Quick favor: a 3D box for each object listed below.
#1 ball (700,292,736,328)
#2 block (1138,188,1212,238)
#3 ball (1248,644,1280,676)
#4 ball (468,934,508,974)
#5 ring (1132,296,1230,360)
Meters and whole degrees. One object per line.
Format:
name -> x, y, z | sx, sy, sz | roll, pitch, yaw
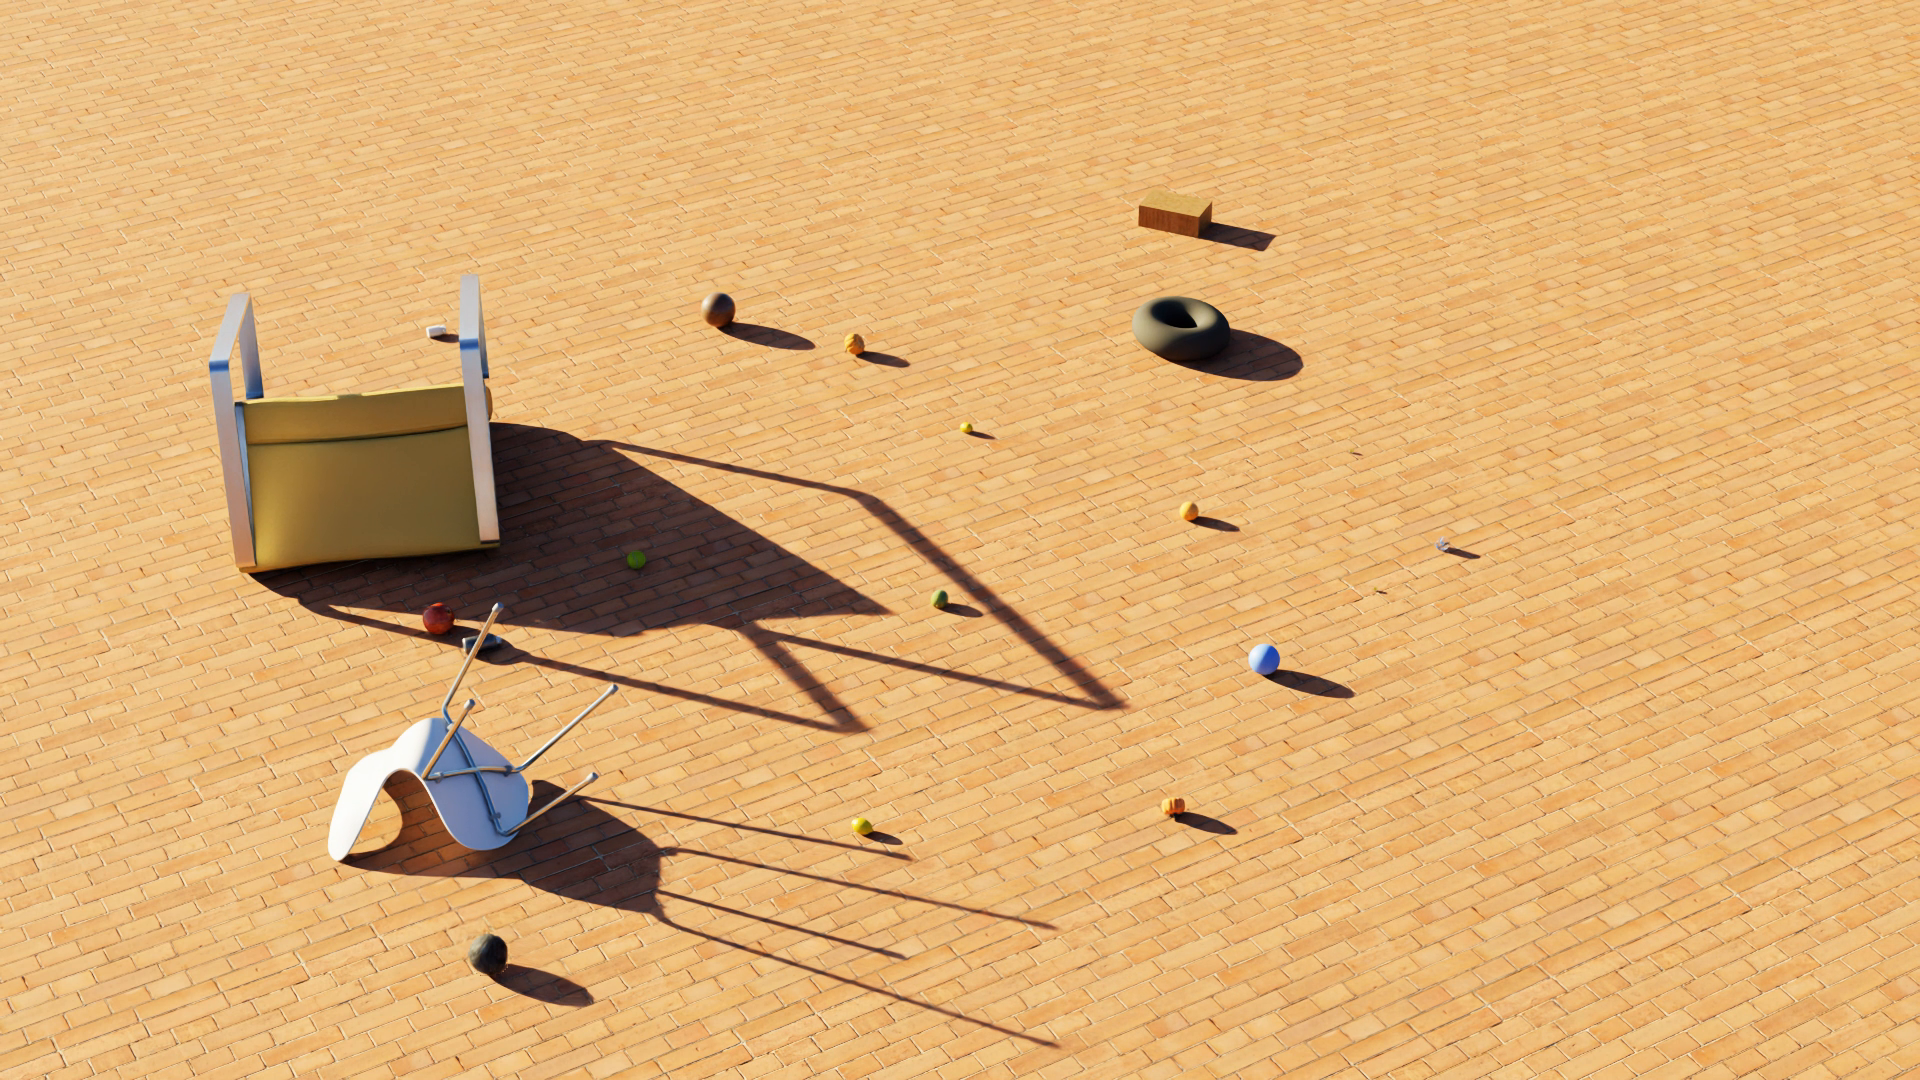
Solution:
ball -> -1.012, -0.964, 12.274 | 0.149, 0.149, 0.149 | 0, 33, 0
block -> 0.959, -1.455, 13.058 | 0.284, 0.104, 0.175 | 14, 36, 20
ball -> 1.061, 0.416, 10.214 | 0.109, 0.109, 0.109 | 0, 33, 0
ball -> -1.435, 1.260, 8.923 | 0.120, 0.120, 0.120 | 0, 33, 0
ring -> 0.917, -0.878, 12.160 | 0.391, 0.132, 0.431 | -23, 40, -32
